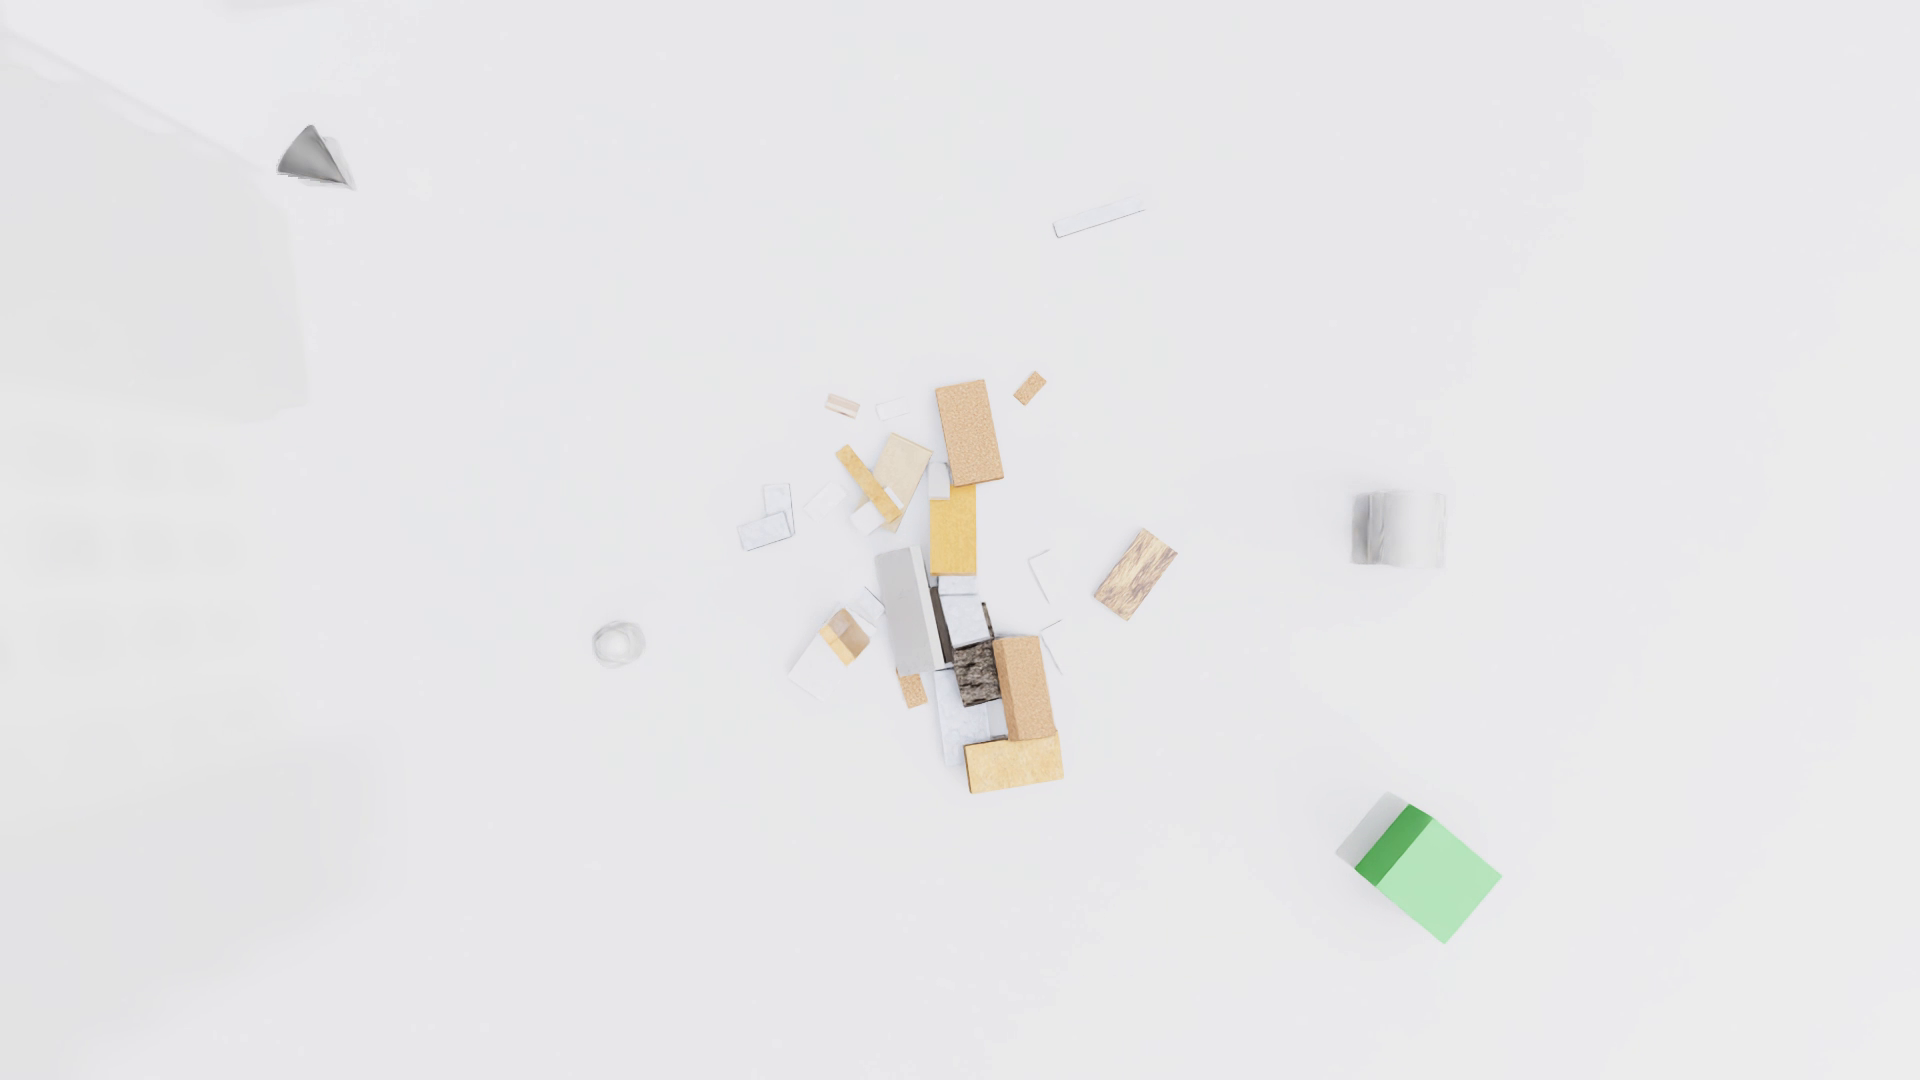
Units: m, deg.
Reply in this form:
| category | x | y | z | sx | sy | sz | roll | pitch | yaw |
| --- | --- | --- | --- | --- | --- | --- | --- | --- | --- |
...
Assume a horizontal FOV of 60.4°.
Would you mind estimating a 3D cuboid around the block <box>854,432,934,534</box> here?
| category | x | y | z | sx | sy | sz | roll | pitch | yaw |
| --- | --- | --- | --- | --- | --- | --- | --- | --- | --- |
| block | -0.221 | -0.190 | 5.479 | 0.151 | 0.043 | 0.302 | 25 | 90 | 0 |

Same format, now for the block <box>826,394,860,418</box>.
| category | x | y | z | sx | sy | sz | roll | pitch | yaw |
| --- | --- | --- | --- | --- | --- | --- | --- | --- | --- |
| block | -0.391 | -0.446 | 5.493 | 0.105 | 0.015 | 0.053 | 21 | 90 | 0 |

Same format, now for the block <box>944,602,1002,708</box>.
| category | x | y | z | sx | sy | sz | roll | pitch | yaw |
| --- | --- | --- | --- | --- | --- | --- | --- | --- | --- |
| block | 0.049 | 0.379 | 5.441 | 0.158 | 0.045 | 0.316 | -15 | 77 | -2 |

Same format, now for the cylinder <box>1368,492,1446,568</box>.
| category | x | y | z | sx | sy | sz | roll | pitch | yaw |
| --- | --- | --- | --- | --- | --- | --- | --- | --- | --- |
| cylinder | 1.458 | -0.033 | 5.381 | 0.238 | 0.238 | 0.238 | 3 | 90 | 0 |

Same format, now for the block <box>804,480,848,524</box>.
| category | x | y | z | sx | sy | sz | roll | pitch | yaw |
| --- | --- | --- | --- | --- | --- | --- | --- | --- | --- |
| block | -0.448 | -0.128 | 5.490 | 0.138 | 0.020 | 0.069 | -44 | 90 | 0 |

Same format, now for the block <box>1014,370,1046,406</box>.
| category | x | y | z | sx | sy | sz | roll | pitch | yaw |
| --- | --- | --- | --- | --- | --- | --- | --- | --- | --- |
| block | 0.234 | -0.505 | 5.492 | 0.054 | 0.015 | 0.109 | 42 | 90 | 0 |

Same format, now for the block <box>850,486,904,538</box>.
| category | x | y | z | sx | sy | sz | roll | pitch | yaw |
| --- | --- | --- | --- | --- | --- | --- | --- | --- | --- |
| block | -0.275 | -0.093 | 5.445 | 0.167 | 0.024 | 0.084 | -38 | 90 | 0 |

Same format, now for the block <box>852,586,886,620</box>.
| category | x | y | z | sx | sy | sz | roll | pitch | yaw |
| --- | --- | --- | --- | --- | --- | --- | --- | --- | --- |
| block | -0.301 | 0.211 | 5.492 | 0.054 | 0.015 | 0.109 | -44 | 90 | 0 |

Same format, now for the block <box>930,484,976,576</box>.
| category | x | y | z | sx | sy | sz | roll | pitch | yaw |
| --- | --- | --- | --- | --- | --- | --- | --- | --- | --- |
| block | -0.022 | -0.033 | 5.434 | 0.151 | 0.043 | 0.302 | -1 | 73 | 0 |

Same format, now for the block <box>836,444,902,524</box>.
| category | x | y | z | sx | sy | sz | roll | pitch | yaw |
| --- | --- | --- | --- | --- | --- | --- | --- | --- | --- |
| block | -0.302 | -0.186 | 5.442 | 0.054 | 0.015 | 0.311 | -38 | 71 | 0 |

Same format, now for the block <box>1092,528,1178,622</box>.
| category | x | y | z | sx | sy | sz | roll | pitch | yaw |
| --- | --- | --- | --- | --- | --- | --- | --- | --- | --- |
| block | 0.582 | 0.116 | 5.480 | 0.141 | 0.040 | 0.283 | 37 | 90 | 0 |

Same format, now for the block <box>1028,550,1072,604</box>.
| category | x | y | z | sx | sy | sz | roll | pitch | yaw |
| --- | --- | --- | --- | --- | --- | --- | --- | --- | --- |
| block | 0.301 | 0.124 | 5.488 | 0.081 | 0.023 | 0.163 | -26 | 90 | 0 |

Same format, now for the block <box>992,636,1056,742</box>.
| category | x | y | z | sx | sy | sz | roll | pitch | yaw |
| --- | --- | --- | --- | --- | --- | --- | --- | --- | --- |
| block | 0.211 | 0.486 | 5.400 | 0.167 | 0.047 | 0.333 | -2 | 77 | -41 |

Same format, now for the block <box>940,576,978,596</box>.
| category | x | y | z | sx | sy | sz | roll | pitch | yaw |
| --- | --- | --- | --- | --- | --- | --- | --- | --- | --- |
| block | -0.008 | 0.060 | 5.447 | 0.125 | 0.035 | 0.249 | -1 | 73 | 0 |

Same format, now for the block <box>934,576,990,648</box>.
| category | x | y | z | sx | sy | sz | roll | pitch | yaw |
| --- | --- | --- | --- | --- | --- | --- | --- | --- | --- |
| block | 0.007 | 0.222 | 5.436 | 0.125 | 0.035 | 0.249 | -14 | 69 | -2 |

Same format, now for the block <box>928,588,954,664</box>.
| category | x | y | z | sx | sy | sz | roll | pitch | yaw |
| --- | --- | --- | --- | --- | --- | --- | --- | --- | --- |
| block | -0.097 | 0.287 | 5.441 | 0.035 | 0.125 | 0.249 | -13 | 90 | -39 |

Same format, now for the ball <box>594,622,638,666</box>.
| category | x | y | z | sx | sy | sz | roll | pitch | yaw |
| --- | --- | --- | --- | --- | --- | --- | --- | --- | --- |
| ball | -1.132 | 0.345 | 5.428 | 0.145 | 0.145 | 0.145 | 0 | 90 | 0 |

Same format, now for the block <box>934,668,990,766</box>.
| category | x | y | z | sx | sy | sz | roll | pitch | yaw |
| --- | --- | --- | --- | --- | --- | --- | --- | --- | --- |
| block | 0.011 | 0.582 | 5.478 | 0.158 | 0.045 | 0.316 | -7 | 90 | 0 |

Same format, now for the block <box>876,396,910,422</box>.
| category | x | y | z | sx | sy | sz | roll | pitch | yaw |
| --- | --- | --- | --- | --- | --- | --- | --- | --- | --- |
| block | -0.222 | -0.436 | 5.493 | 0.105 | 0.015 | 0.053 | -17 | 90 | 0 |

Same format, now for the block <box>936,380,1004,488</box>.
| category | x | y | z | sx | sy | sz | roll | pitch | yaw |
| --- | --- | --- | --- | --- | --- | --- | --- | --- | --- |
| block | 0.031 | -0.352 | 5.454 | 0.167 | 0.047 | 0.333 | -11 | 83 | -2 |

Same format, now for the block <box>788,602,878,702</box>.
| category | x | y | z | sx | sy | sz | roll | pitch | yaw |
| --- | --- | --- | --- | --- | --- | --- | --- | --- | --- |
| block | -0.423 | 0.373 | 5.479 | 0.151 | 0.043 | 0.302 | 35 | 90 | 0 |

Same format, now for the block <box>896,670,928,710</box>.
| category | x | y | z | sx | sy | sz | roll | pitch | yaw |
| --- | --- | --- | --- | --- | --- | --- | --- | --- | --- |
| block | -0.160 | 0.486 | 5.490 | 0.069 | 0.020 | 0.138 | -19 | 90 | 0 |

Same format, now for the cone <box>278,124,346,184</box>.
| category | x | y | z | sx | sy | sz | roll | pitch | yaw |
| --- | --- | --- | --- | --- | --- | --- | --- | --- | --- |
| cone | -2.100 | -1.230 | 5.429 | 0.192 | 0.192 | 0.192 | 36 | 90 | -14 |

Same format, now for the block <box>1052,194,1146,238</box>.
| category | x | y | z | sx | sy | sz | roll | pitch | yaw |
| --- | --- | --- | --- | --- | --- | --- | --- | --- | --- |
| block | 0.465 | -1.079 | 5.493 | 0.310 | 0.015 | 0.053 | -18 | 90 | 0 |

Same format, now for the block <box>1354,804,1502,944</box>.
| category | x | y | z | sx | sy | sz | roll | pitch | yaw |
| --- | --- | --- | --- | --- | --- | --- | --- | --- | --- |
| block | 1.515 | 1.080 | 5.357 | 0.286 | 0.286 | 0.286 | 40 | 90 | 0 |

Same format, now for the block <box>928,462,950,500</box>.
| category | x | y | z | sx | sy | sz | roll | pitch | yaw |
| --- | --- | --- | --- | --- | --- | --- | --- | --- | --- |
| block | -0.069 | -0.196 | 5.456 | 0.069 | 0.020 | 0.138 | -1 | 59 | 0 |

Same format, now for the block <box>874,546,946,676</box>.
| category | x | y | z | sx | sy | sz | roll | pitch | yaw |
| --- | --- | --- | --- | --- | --- | --- | --- | --- | --- |
| block | -0.166 | 0.235 | 5.417 | 0.166 | 0.047 | 0.409 | -14 | 86 | 41 |

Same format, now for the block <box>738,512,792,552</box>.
| category | x | y | z | sx | sy | sz | roll | pitch | yaw |
| --- | --- | --- | --- | --- | --- | --- | --- | --- | --- |
| block | -0.646 | -0.027 | 5.467 | 0.167 | 0.024 | 0.084 | -18 | 87 | 14 |

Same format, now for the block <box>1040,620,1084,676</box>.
| category | x | y | z | sx | sy | sz | roll | pitch | yaw |
| --- | --- | --- | --- | --- | --- | --- | --- | --- | --- |
| block | 0.341 | 0.358 | 5.488 | 0.081 | 0.023 | 0.163 | -27 | 90 | 0 |

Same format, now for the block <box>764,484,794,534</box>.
| category | x | y | z | sx | sy | sz | roll | pitch | yaw |
| --- | --- | --- | --- | --- | --- | --- | --- | --- | --- |
| block | -0.601 | -0.100 | 5.488 | 0.084 | 0.024 | 0.167 | -6 | 90 | 0 |

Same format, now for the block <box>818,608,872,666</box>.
| category | x | y | z | sx | sy | sz | roll | pitch | yaw |
| --- | --- | --- | --- | --- | --- | --- | --- | --- | --- |
| block | -0.369 | 0.310 | 5.312 | 0.040 | 0.283 | 0.141 | -38 | 92 | 11 |

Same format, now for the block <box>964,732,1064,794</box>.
| category | x | y | z | sx | sy | sz | roll | pitch | yaw |
| --- | --- | --- | --- | --- | --- | --- | --- | --- | --- |
| block | 0.178 | 0.733 | 5.446 | 0.316 | 0.045 | 0.158 | -8 | 90 | -12 |
